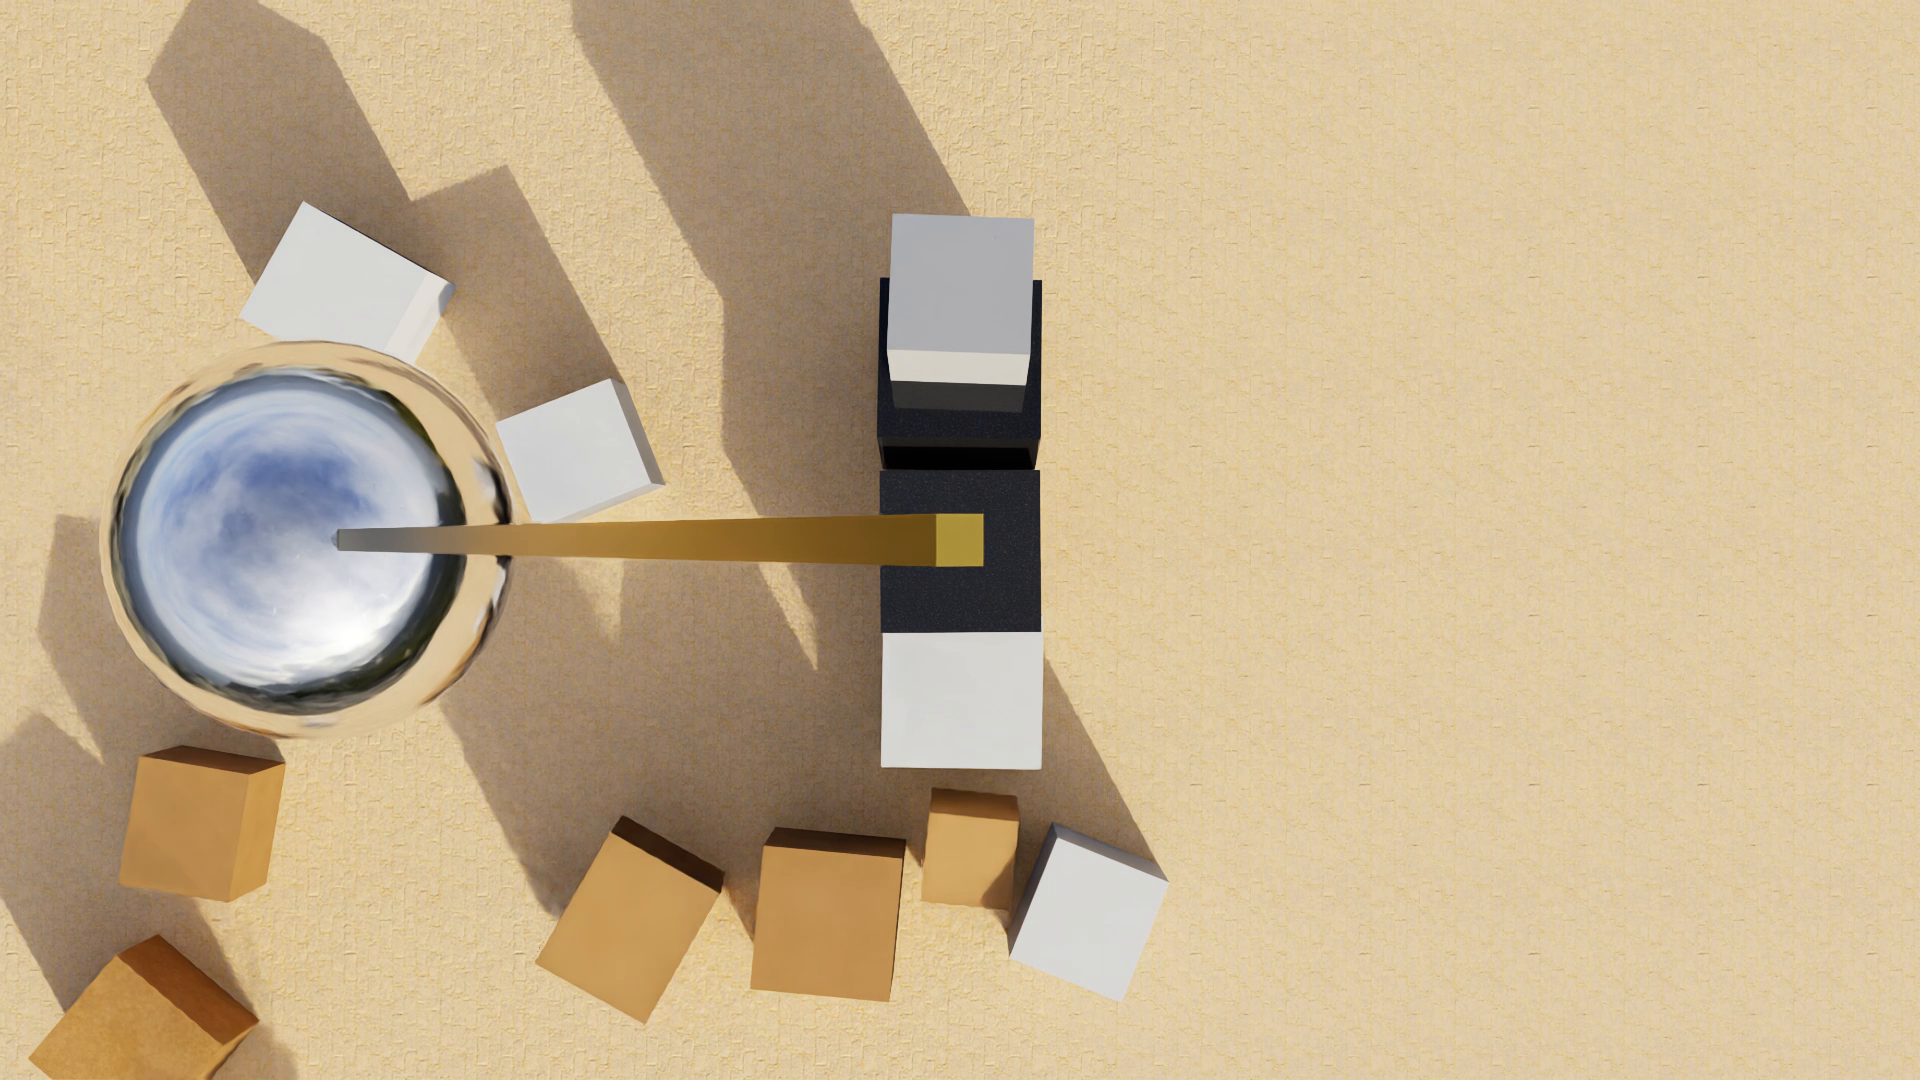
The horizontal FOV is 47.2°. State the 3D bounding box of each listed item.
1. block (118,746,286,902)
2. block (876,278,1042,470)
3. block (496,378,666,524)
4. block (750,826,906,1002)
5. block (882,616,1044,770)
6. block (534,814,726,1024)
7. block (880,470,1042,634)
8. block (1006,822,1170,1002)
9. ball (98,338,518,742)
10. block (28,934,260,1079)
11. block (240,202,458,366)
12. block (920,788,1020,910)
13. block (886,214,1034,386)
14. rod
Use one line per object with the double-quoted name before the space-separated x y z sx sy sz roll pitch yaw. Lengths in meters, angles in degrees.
"block" -4.352 1.623 12.665 0.627 0.669 0.728 10 90 0
"block" -0.001 -0.859 11.629 0.830 0.900 0.831 1 81 0
"block" -2.177 -0.488 12.679 0.697 0.642 0.633 -21 90 0
"block" -0.742 2.130 12.600 0.776 0.800 0.801 5 90 0
"block" 0.013 0.835 12.560 0.883 0.880 0.844 1 90 0
"block" -1.860 2.143 12.529 0.694 0.864 0.824 30 87 -3
"block" 0.003 0.059 11.658 0.826 0.723 0.835 0 90 0
"block" 0.724 2.126 12.649 0.676 0.702 0.724 22 90 0
"ball" -2.577 0.000 8.767 1.600 1.600 1.600 0 90 0
"block" -4.686 2.877 12.671 0.791 0.657 0.765 40 90 0
"block" -3.501 -1.375 12.644 0.802 0.713 0.738 29 90 0
"block" 0.058 1.778 12.689 0.507 0.555 0.521 6 98 0
"block" 0.005 -1.181 10.886 0.686 0.664 0.673 2 81 0
"rod" -1.117 0.000 5.696 0.080 5.200 0.080 0 90 -25
